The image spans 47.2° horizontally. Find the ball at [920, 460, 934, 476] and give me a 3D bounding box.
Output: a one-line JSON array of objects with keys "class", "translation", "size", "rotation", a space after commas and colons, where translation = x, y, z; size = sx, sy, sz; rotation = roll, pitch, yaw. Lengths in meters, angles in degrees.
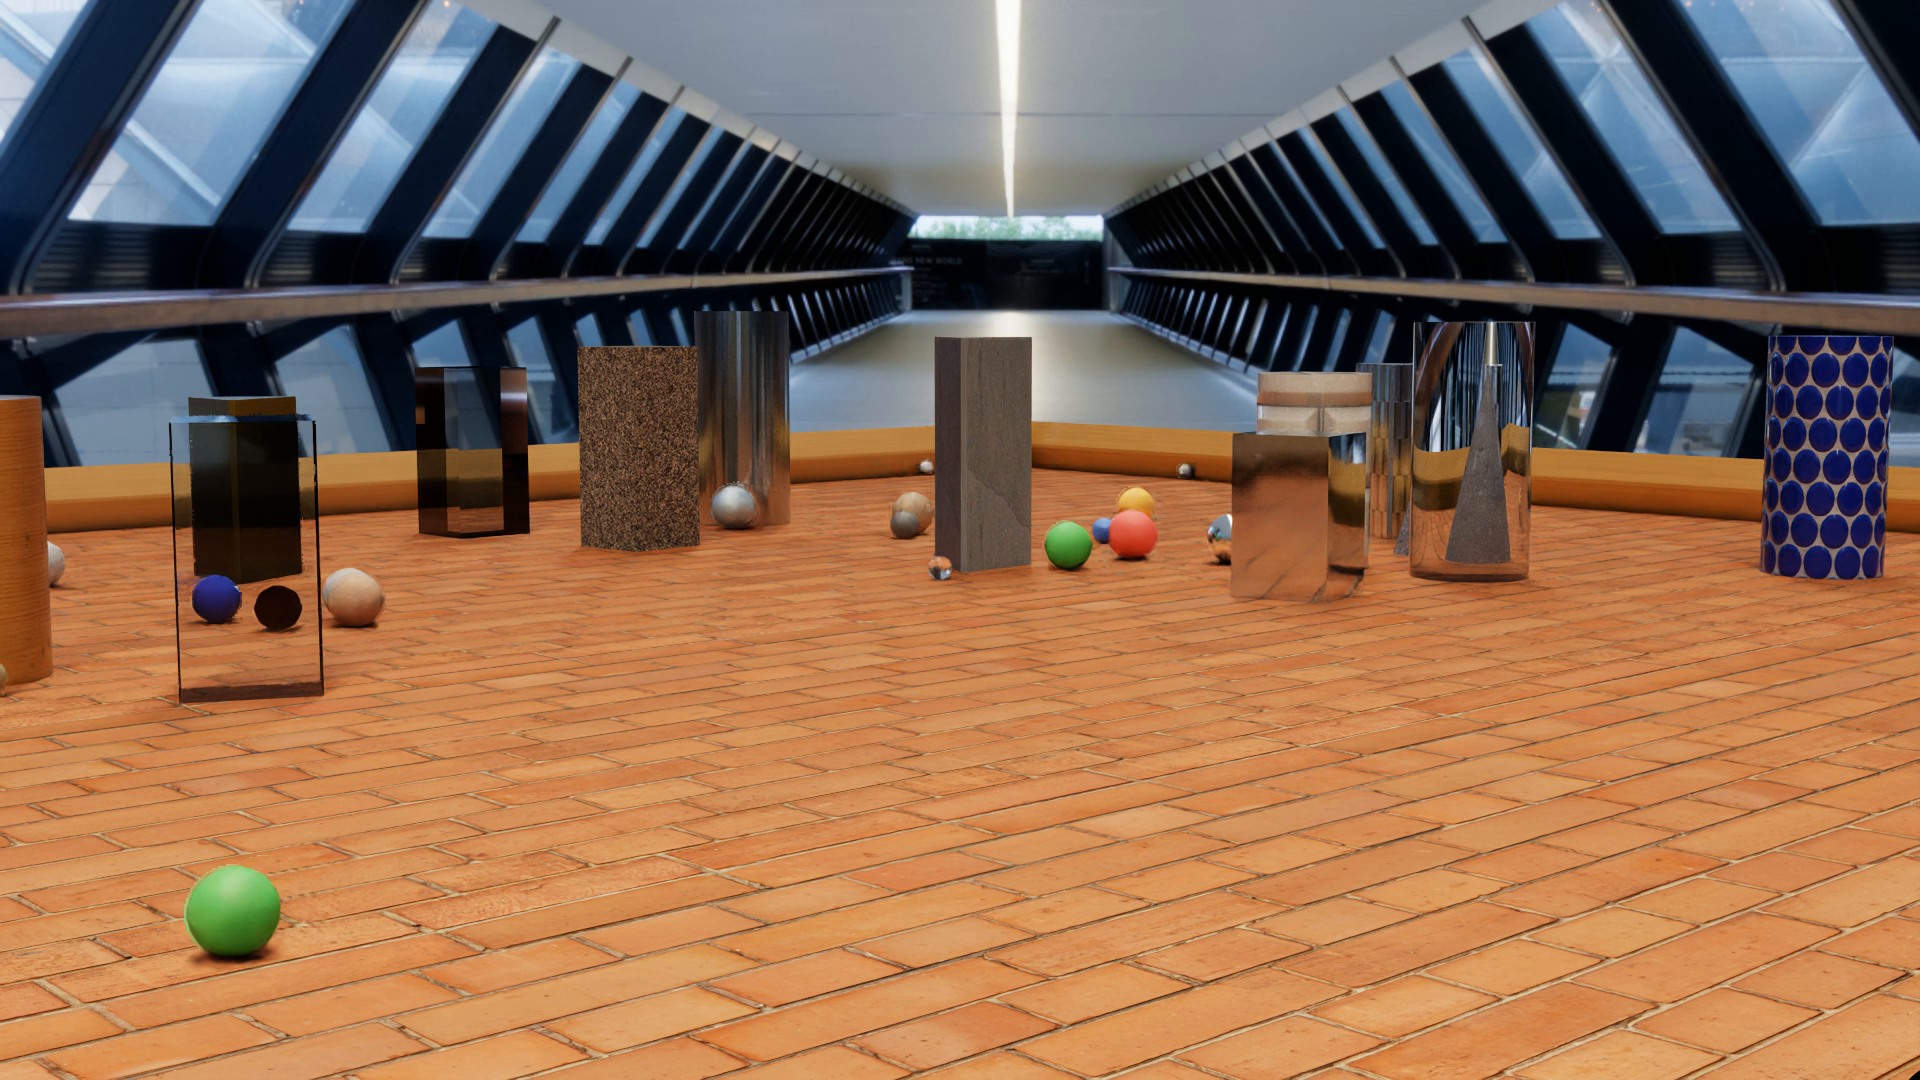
[{"class": "ball", "translation": [-0.091, -0.195, 5.958], "size": [0.040, 0.040, 0.040], "rotation": [0, 6, 0]}]

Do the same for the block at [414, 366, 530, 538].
[{"class": "block", "translation": [-0.975, -0.179, 4.395], "size": [0.158, 0.332, 0.158], "rotation": [-6, 8, -44]}]

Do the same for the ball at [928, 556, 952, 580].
[{"class": "ball", "translation": [-0.034, 0.046, 3.646], "size": [0.040, 0.040, 0.040], "rotation": [0, 6, 0]}]

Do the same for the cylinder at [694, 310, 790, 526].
[{"class": "cylinder", "translation": [-0.456, -0.258, 4.613], "size": [0.198, 0.443, 0.198], "rotation": [0, 6, 0]}]

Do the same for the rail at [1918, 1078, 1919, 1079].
[{"class": "rail", "translation": [1.367, 0.187, 1.858], "size": [4.325, 0.128, 0.045], "rotation": [-5, 8, -42]}]

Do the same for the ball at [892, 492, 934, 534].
[{"class": "ball", "translation": [-0.094, -0.054, 4.392], "size": [0.084, 0.084, 0.084], "rotation": [0, 6, 0]}]

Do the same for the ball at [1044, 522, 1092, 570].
[{"class": "ball", "translation": [0.187, 0.010, 3.795], "size": [0.081, 0.081, 0.081], "rotation": [0, 6, 0]}]

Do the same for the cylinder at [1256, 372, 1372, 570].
[{"class": "cylinder", "translation": [0.614, -0.121, 3.824], "size": [0.198, 0.336, 0.198], "rotation": [0, 6, 0]}]

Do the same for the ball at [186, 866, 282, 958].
[{"class": "ball", "translation": [-0.502, 0.257, 1.520], "size": [0.062, 0.062, 0.062], "rotation": [0, 6, 0]}]

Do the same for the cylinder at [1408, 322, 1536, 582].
[{"class": "cylinder", "translation": [0.857, -0.151, 3.683], "size": [0.198, 0.425, 0.198], "rotation": [0, 6, 0]}]

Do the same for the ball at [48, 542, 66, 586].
[{"class": "ball", "translation": [-1.482, 0.039, 3.543], "size": [0.076, 0.076, 0.076], "rotation": [0, 6, 0]}]

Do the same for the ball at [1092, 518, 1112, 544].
[{"class": "ball", "translation": [0.277, -0.018, 4.216], "size": [0.048, 0.048, 0.048], "rotation": [0, 6, 0]}]

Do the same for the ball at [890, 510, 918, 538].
[{"class": "ball", "translation": [-0.110, -0.030, 4.309], "size": [0.054, 0.054, 0.054], "rotation": [0, 6, 0]}]

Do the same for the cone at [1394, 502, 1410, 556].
[{"class": "cone", "translation": [0.899, -0.148, 4.033], "size": [0.198, 0.345, 0.198], "rotation": [0, 6, 0]}]

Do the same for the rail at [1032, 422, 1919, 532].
[{"class": "rail", "translation": [1.572, -0.117, 4.774], "size": [0.045, 0.128, 4.080], "rotation": [-5, 8, -42]}]

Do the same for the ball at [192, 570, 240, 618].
[{"class": "ball", "translation": [-1.083, 0.078, 3.204], "size": [0.068, 0.068, 0.068], "rotation": [0, 6, 0]}]

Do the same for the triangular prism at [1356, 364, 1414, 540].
[{"class": "triangular prism", "translation": [0.847, -0.180, 4.374], "size": [0.171, 0.340, 0.148], "rotation": [-6, 8, -43]}]

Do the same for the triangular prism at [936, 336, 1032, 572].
[{"class": "triangular prism", "translation": [0.012, -0.155, 3.845], "size": [0.148, 0.399, 0.171], "rotation": [6, 8, 44]}]

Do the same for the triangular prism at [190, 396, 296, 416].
[{"class": "triangular prism", "translation": [-1.195, -0.093, 3.733], "size": [0.148, 0.298, 0.171], "rotation": [-5, 8, -41]}]

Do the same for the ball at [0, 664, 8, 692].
[{"class": "ball", "translation": [-1.122, 0.159, 2.537], "size": [0.045, 0.045, 0.045], "rotation": [0, 6, 0]}]

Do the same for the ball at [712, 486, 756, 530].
[{"class": "ball", "translation": [-0.462, -0.066, 4.488], "size": [0.089, 0.089, 0.089], "rotation": [0, 6, 0]}]

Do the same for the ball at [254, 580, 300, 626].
[{"class": "ball", "translation": [-0.968, 0.090, 3.120], "size": [0.063, 0.063, 0.063], "rotation": [0, 6, 0]}]

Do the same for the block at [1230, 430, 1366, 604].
[{"class": "block", "translation": [0.530, -0.041, 3.443], "size": [0.158, 0.255, 0.158], "rotation": [4, 7, 31]}]

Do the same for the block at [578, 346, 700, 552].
[{"class": "block", "translation": [-0.607, -0.177, 4.158], "size": [0.158, 0.377, 0.158], "rotation": [5, 8, 40]}]

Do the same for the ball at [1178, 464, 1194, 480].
[{"class": "ball", "translation": [0.597, -0.179, 5.801], "size": [0.042, 0.042, 0.042], "rotation": [0, 6, 0]}]

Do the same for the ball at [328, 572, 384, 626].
[{"class": "ball", "translation": [-0.853, 0.084, 3.106], "size": [0.077, 0.077, 0.077], "rotation": [0, 6, 0]}]

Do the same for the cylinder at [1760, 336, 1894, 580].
[{"class": "cylinder", "translation": [1.469, -0.144, 3.730], "size": [0.198, 0.401, 0.198], "rotation": [0, 6, 0]}]

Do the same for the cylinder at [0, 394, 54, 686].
[{"class": "cylinder", "translation": [-1.209, -0.001, 2.656], "size": [0.198, 0.340, 0.198], "rotation": [0, 6, 0]}]

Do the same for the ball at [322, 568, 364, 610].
[{"class": "ball", "translation": [-0.884, 0.078, 3.180], "size": [0.074, 0.074, 0.074], "rotation": [0, 6, 0]}]

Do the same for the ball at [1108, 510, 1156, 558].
[{"class": "ball", "translation": [0.309, -0.010, 3.952], "size": [0.088, 0.088, 0.088], "rotation": [0, 6, 0]}]

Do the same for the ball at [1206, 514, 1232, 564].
[{"class": "ball", "translation": [0.480, -0.002, 3.884], "size": [0.087, 0.087, 0.087], "rotation": [0, 6, 0]}]

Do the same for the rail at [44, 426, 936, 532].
[{"class": "rail", "translation": [-1.367, -0.120, 4.806], "size": [4.325, 0.128, 0.045], "rotation": [-5, 8, -42]}]

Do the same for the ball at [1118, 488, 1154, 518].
[{"class": "ball", "translation": [0.367, -0.070, 4.584], "size": [0.077, 0.077, 0.077], "rotation": [0, 6, 0]}]

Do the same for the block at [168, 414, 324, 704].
[{"class": "block", "translation": [-0.837, 0.017, 2.582], "size": [0.158, 0.319, 0.158], "rotation": [-2, 6, -18]}]
